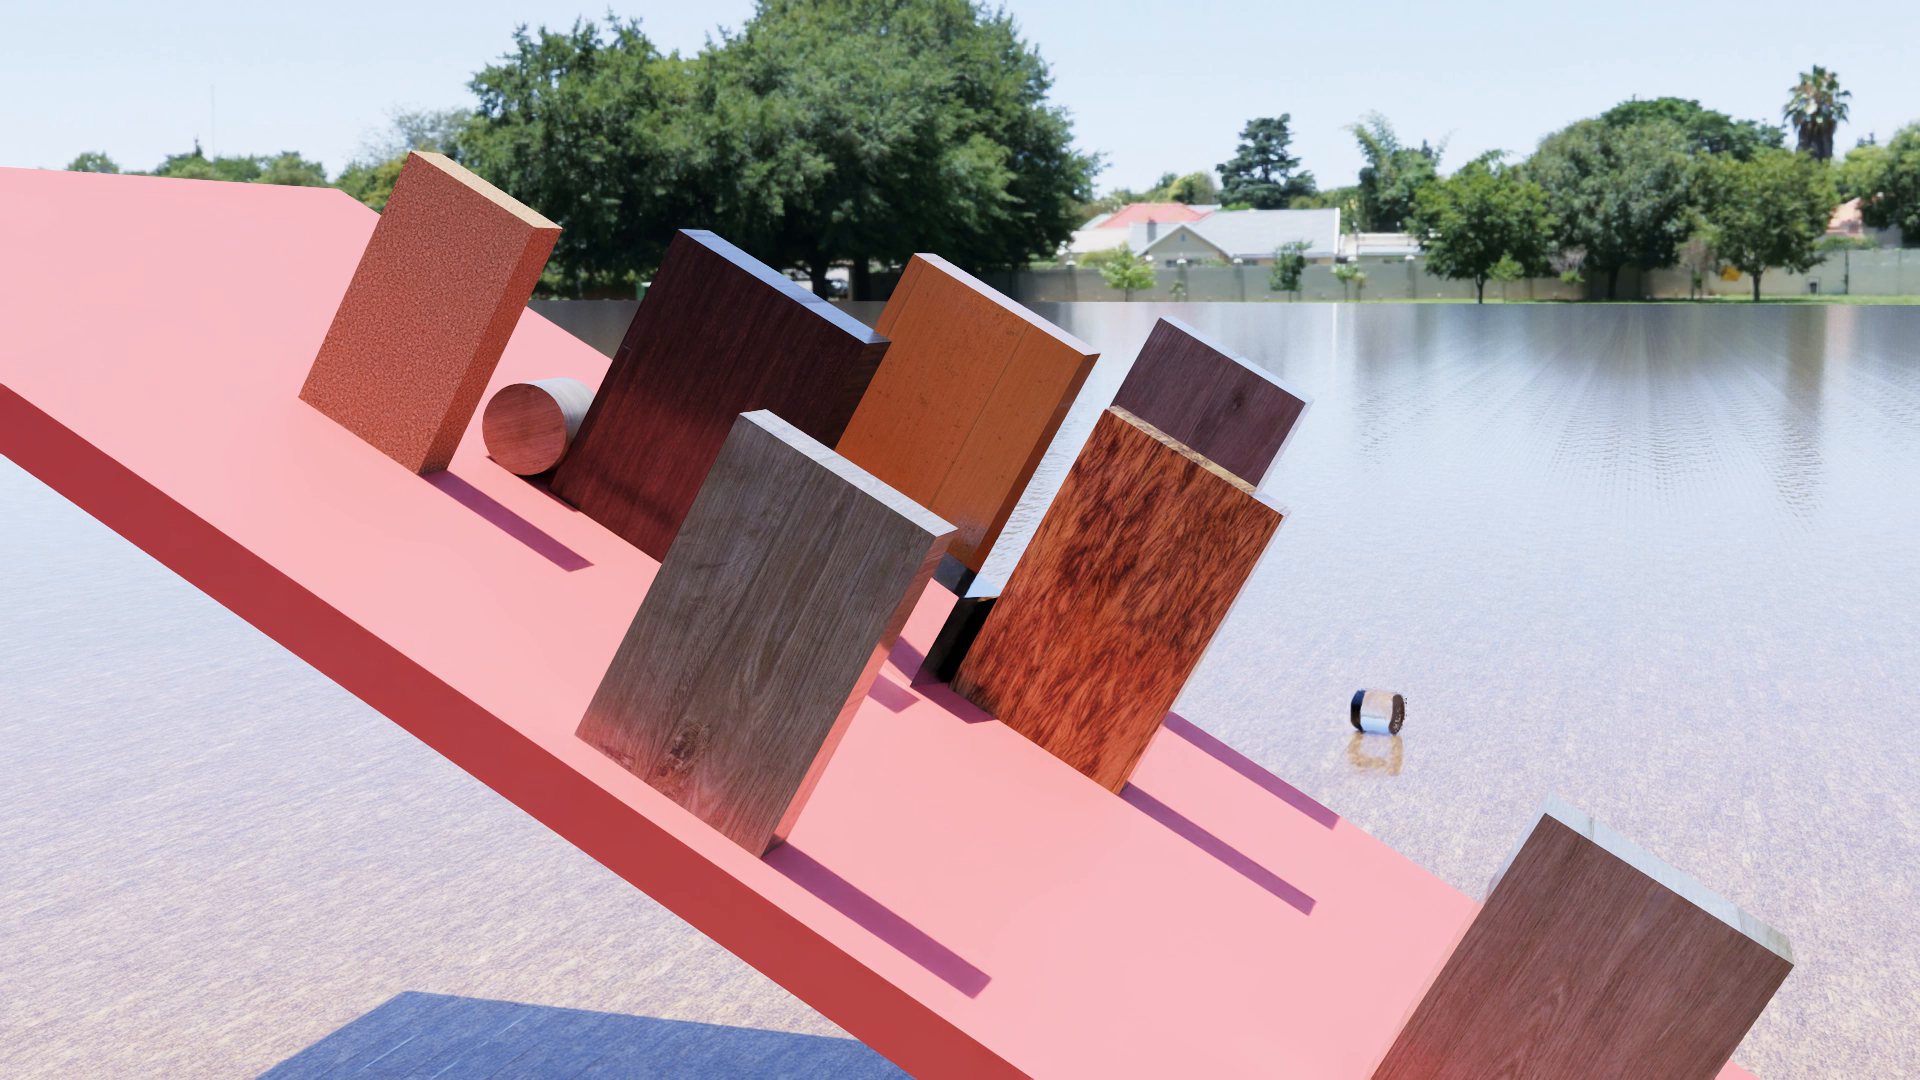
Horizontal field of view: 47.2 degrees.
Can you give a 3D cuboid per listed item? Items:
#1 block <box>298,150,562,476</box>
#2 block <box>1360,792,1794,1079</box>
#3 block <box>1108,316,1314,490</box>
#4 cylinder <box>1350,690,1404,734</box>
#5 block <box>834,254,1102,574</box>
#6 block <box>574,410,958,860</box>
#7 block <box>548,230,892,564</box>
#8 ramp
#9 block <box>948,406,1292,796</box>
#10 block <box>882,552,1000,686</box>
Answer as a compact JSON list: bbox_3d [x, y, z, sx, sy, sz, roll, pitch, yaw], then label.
[{"bbox_3d":[-0.957,-0.408,3.962,0.276,0.504,0.105,32,15,11],"label":"block"},{"bbox_3d":[0.926,0.754,3.380,0.411,0.589,0.141,32,15,11],"label":"block"},{"bbox_3d":[0.422,-0.066,4.866,0.366,0.773,0.138,32,15,11],"label":"block"},{"bbox_3d":[1.694,0.696,8.925,0.164,0.164,0.164,5,9,37],"label":"cylinder"},{"bbox_3d":[-0.061,-0.195,4.577,0.413,0.681,0.141,32,15,11],"label":"block"},{"bbox_3d":[-0.291,0.138,3.244,0.342,0.559,0.102,32,15,11],"label":"block"},{"bbox_3d":[-0.459,-0.234,4.179,0.425,0.570,0.145,32,15,11],"label":"block"},{"bbox_3d":[-0.195,0.321,4.133,4.000,0.100,2.000,32,15,11],"label":"ramp"},{"bbox_3d":[0.307,0.117,4.286,0.397,0.641,0.111,32,15,11],"label":"block"},{"bbox_3d":[-0.079,0.143,4.349,0.205,0.205,0.205,35,16,24],"label":"block"}]
